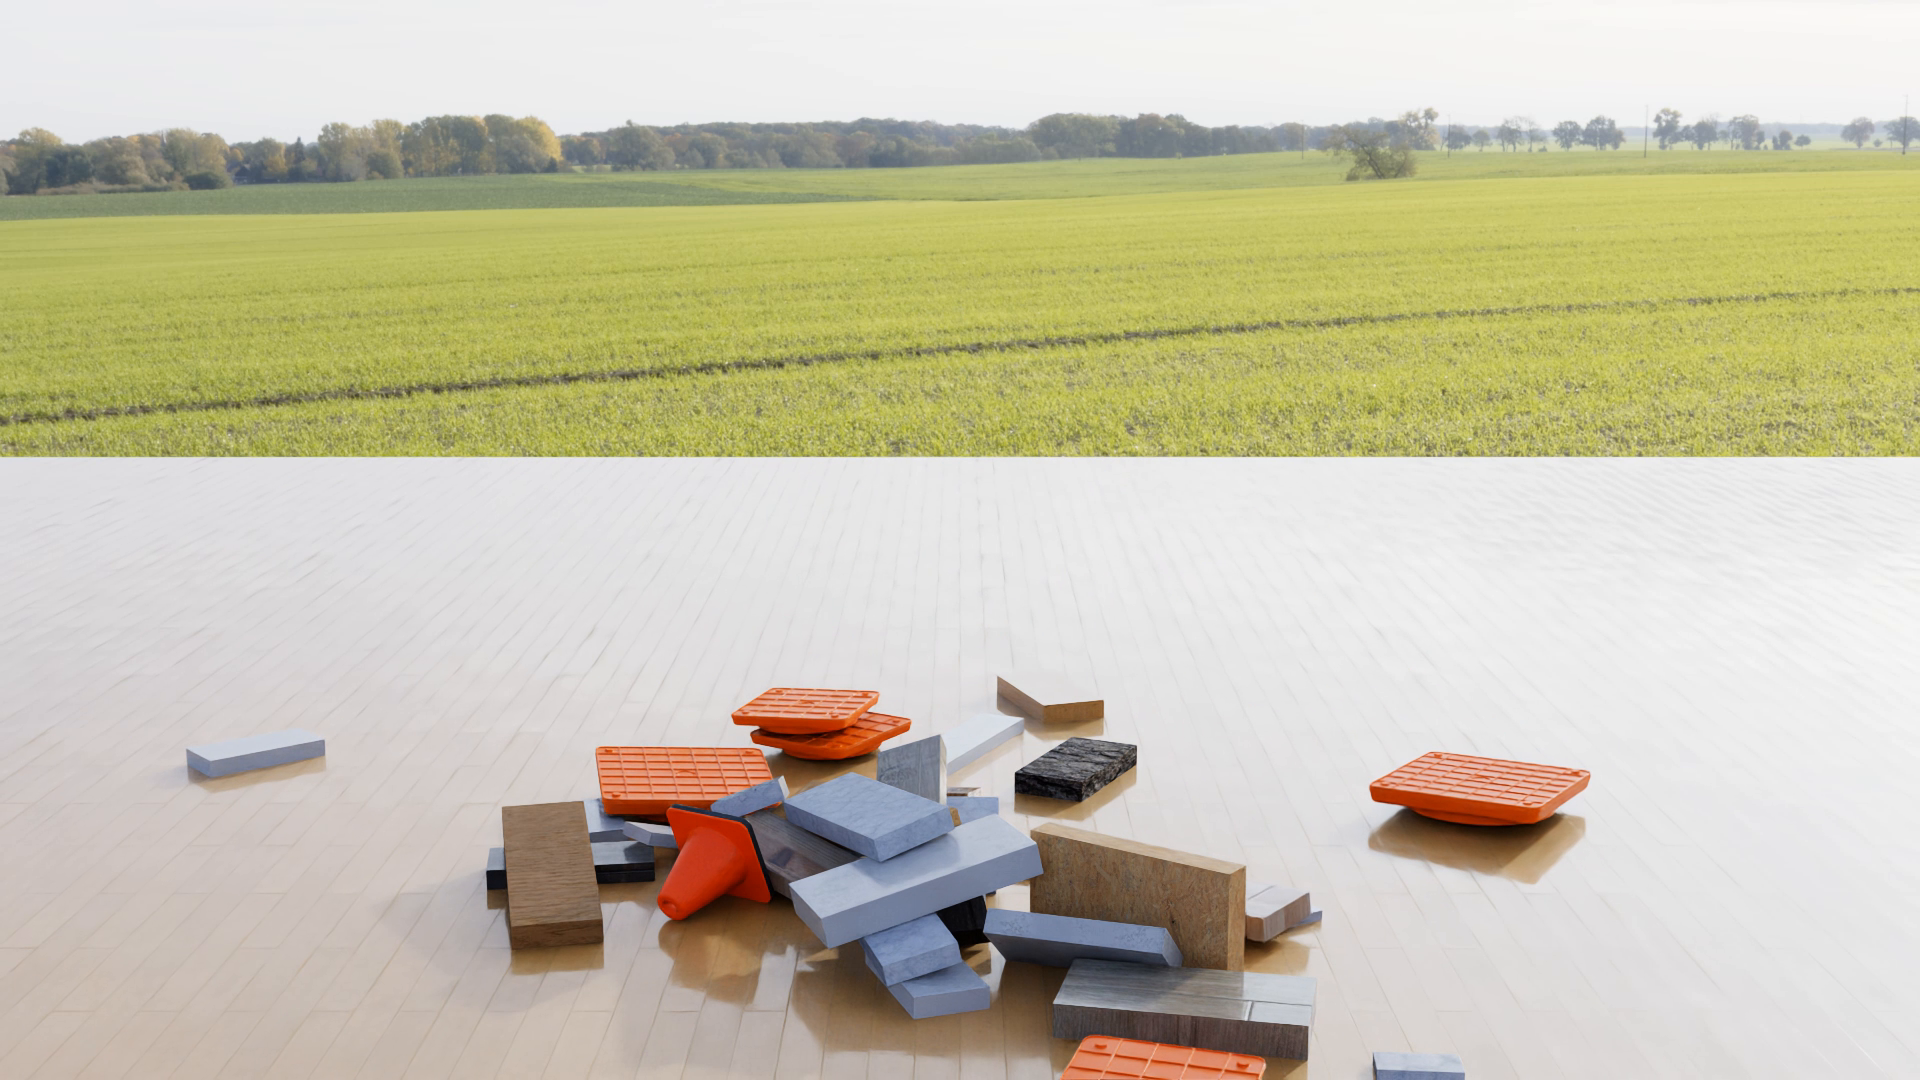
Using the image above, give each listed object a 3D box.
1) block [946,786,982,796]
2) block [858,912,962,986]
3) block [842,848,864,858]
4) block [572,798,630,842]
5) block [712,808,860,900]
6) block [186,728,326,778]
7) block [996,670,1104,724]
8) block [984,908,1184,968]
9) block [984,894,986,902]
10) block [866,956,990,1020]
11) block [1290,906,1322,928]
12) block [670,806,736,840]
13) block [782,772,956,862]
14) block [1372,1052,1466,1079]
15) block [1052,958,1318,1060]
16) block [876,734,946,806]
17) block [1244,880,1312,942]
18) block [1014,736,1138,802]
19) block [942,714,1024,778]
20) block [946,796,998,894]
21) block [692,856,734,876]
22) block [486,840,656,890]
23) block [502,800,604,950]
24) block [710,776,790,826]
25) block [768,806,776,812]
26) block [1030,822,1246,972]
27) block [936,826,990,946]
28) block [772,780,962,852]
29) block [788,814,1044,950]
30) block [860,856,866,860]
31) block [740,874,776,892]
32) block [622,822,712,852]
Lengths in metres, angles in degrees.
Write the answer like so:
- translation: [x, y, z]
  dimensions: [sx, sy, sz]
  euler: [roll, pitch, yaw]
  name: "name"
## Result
- translation: [-0.009, 0.479, 4.118]
  dimensions: [0.074, 0.021, 0.148]
  euler: [0, -2, 11]
  name: "block"
- translation: [-0.087, 0.596, 3.314]
  dimensions: [0.116, 0.033, 0.232]
  euler: [-16, 15, -13]
  name: "block"
- translation: [-0.210, 0.523, 3.763]
  dimensions: [0.121, 0.017, 0.060]
  euler: [6, 21, 44]
  name: "block"
- translation: [-0.671, 0.514, 4.000]
  dimensions: [0.099, 0.028, 0.198]
  euler: [-4, 11, -20]
  name: "block"
- translation: [-0.284, 0.534, 3.673]
  dimensions: [0.247, 0.035, 0.124]
  euler: [22, 33, 34]
  name: "block"
- translation: [-1.423, 0.428, 4.446]
  dimensions: [0.239, 0.034, 0.120]
  euler: [-9, 14, -40]
  name: "block"
- translation: [0.198, 0.346, 4.875]
  dimensions: [0.141, 0.040, 0.283]
  euler: [-4, 11, -19]
  name: "block"
- translation: [0.185, 0.603, 3.280]
  dimensions: [0.273, 0.039, 0.136]
  euler: [3, -27, 19]
  name: "block"
- translation: [0.005, 0.564, 3.623]
  dimensions: [0.076, 0.021, 0.151]
  euler: [0, 29, 2]
  name: "block"
- translation: [-0.051, 0.647, 3.273]
  dimensions: [0.116, 0.033, 0.232]
  euler: [-4, 11, -20]
  name: "block"
- translation: [0.519, 0.606, 3.540]
  dimensions: [0.116, 0.016, 0.058]
  euler: [-6, 12, -30]
  name: "block"
- translation: [-0.426, 0.512, 3.895]
  dimensions: [0.099, 0.028, 0.198]
  euler: [17, -3, -34]
  name: "block"
- translation: [-0.156, 0.452, 3.619]
  dimensions: [0.136, 0.039, 0.385]
  euler: [-21, 12, -24]
  name: "block"
- translation: [0.618, 0.712, 2.967]
  dimensions: [0.116, 0.016, 0.058]
  euler: [1, 11, 5]
  name: "block"
- translation: [0.323, 0.665, 3.129]
  dimensions: [0.355, 0.050, 0.177]
  euler: [2, 11, 13]
  name: "block"
- translation: [-0.086, 0.436, 3.887]
  dimensions: [0.121, 0.034, 0.241]
  euler: [-17, 25, 8]
  name: "block"
- translation: [0.409, 0.583, 3.531]
  dimensions: [0.273, 0.039, 0.136]
  euler: [4, 13, 40]
  name: "block"
- translation: [0.230, 0.449, 4.321]
  dimensions: [0.141, 0.040, 0.283]
  euler: [5, 12, 26]
  name: "block"
- translation: [0.007, 0.420, 4.509]
  dimensions: [0.099, 0.028, 0.393]
  euler: [5, 12, 25]
  name: "block"
- translation: [0.004, 0.521, 3.768]
  dimensions: [0.121, 0.034, 0.241]
  euler: [0, 27, 2]
  name: "block"
- translation: [-0.368, 0.538, 3.766]
  dimensions: [0.163, 0.023, 0.081]
  euler: [-16, 1, -32]
  name: "block"
- translation: [-0.665, 0.555, 3.764]
  dimensions: [0.279, 0.034, 0.120]
  euler: [-2, 11, -9]
  name: "block"
- translation: [-0.679, 0.547, 3.640]
  dimensions: [0.141, 0.040, 0.459]
  euler: [-3, 18, -13]
  name: "block"
- translation: [-0.368, 0.457, 3.874]
  dimensions: [0.124, 0.035, 0.247]
  euler: [-20, -3, -4]
  name: "block"
- translation: [-0.258, 0.513, 3.919]
  dimensions: [0.171, 0.024, 0.085]
  euler: [0, 35, -1]
  name: "block"
- translation: [0.268, 0.556, 3.369]
  dimensions: [0.355, 0.177, 0.050]
  euler: [8, 13, 35]
  name: "block"
- translation: [-0.029, 0.551, 3.503]
  dimensions: [0.116, 0.033, 0.232]
  euler: [-5, 37, -9]
  name: "block"
- translation: [-0.168, 0.480, 3.761]
  dimensions: [0.350, 0.035, 0.124]
  euler: [5, 29, 43]
  name: "block"
- translation: [-0.069, 0.524, 3.403]
  dimensions: [0.355, 0.050, 0.177]
  euler: [-17, 14, -17]
  name: "block"
- translation: [-0.219, 0.553, 3.744]
  dimensions: [0.190, 0.023, 0.081]
  euler: [3, 2, 1]
  name: "block"
- translation: [-0.304, 0.574, 3.709]
  dimensions: [0.121, 0.017, 0.060]
  euler: [4, 11, 21]
  name: "block"
- translation: [-0.499, 0.521, 3.848]
  dimensions: [0.163, 0.023, 0.081]
  euler: [14, -2, -42]
  name: "block"
